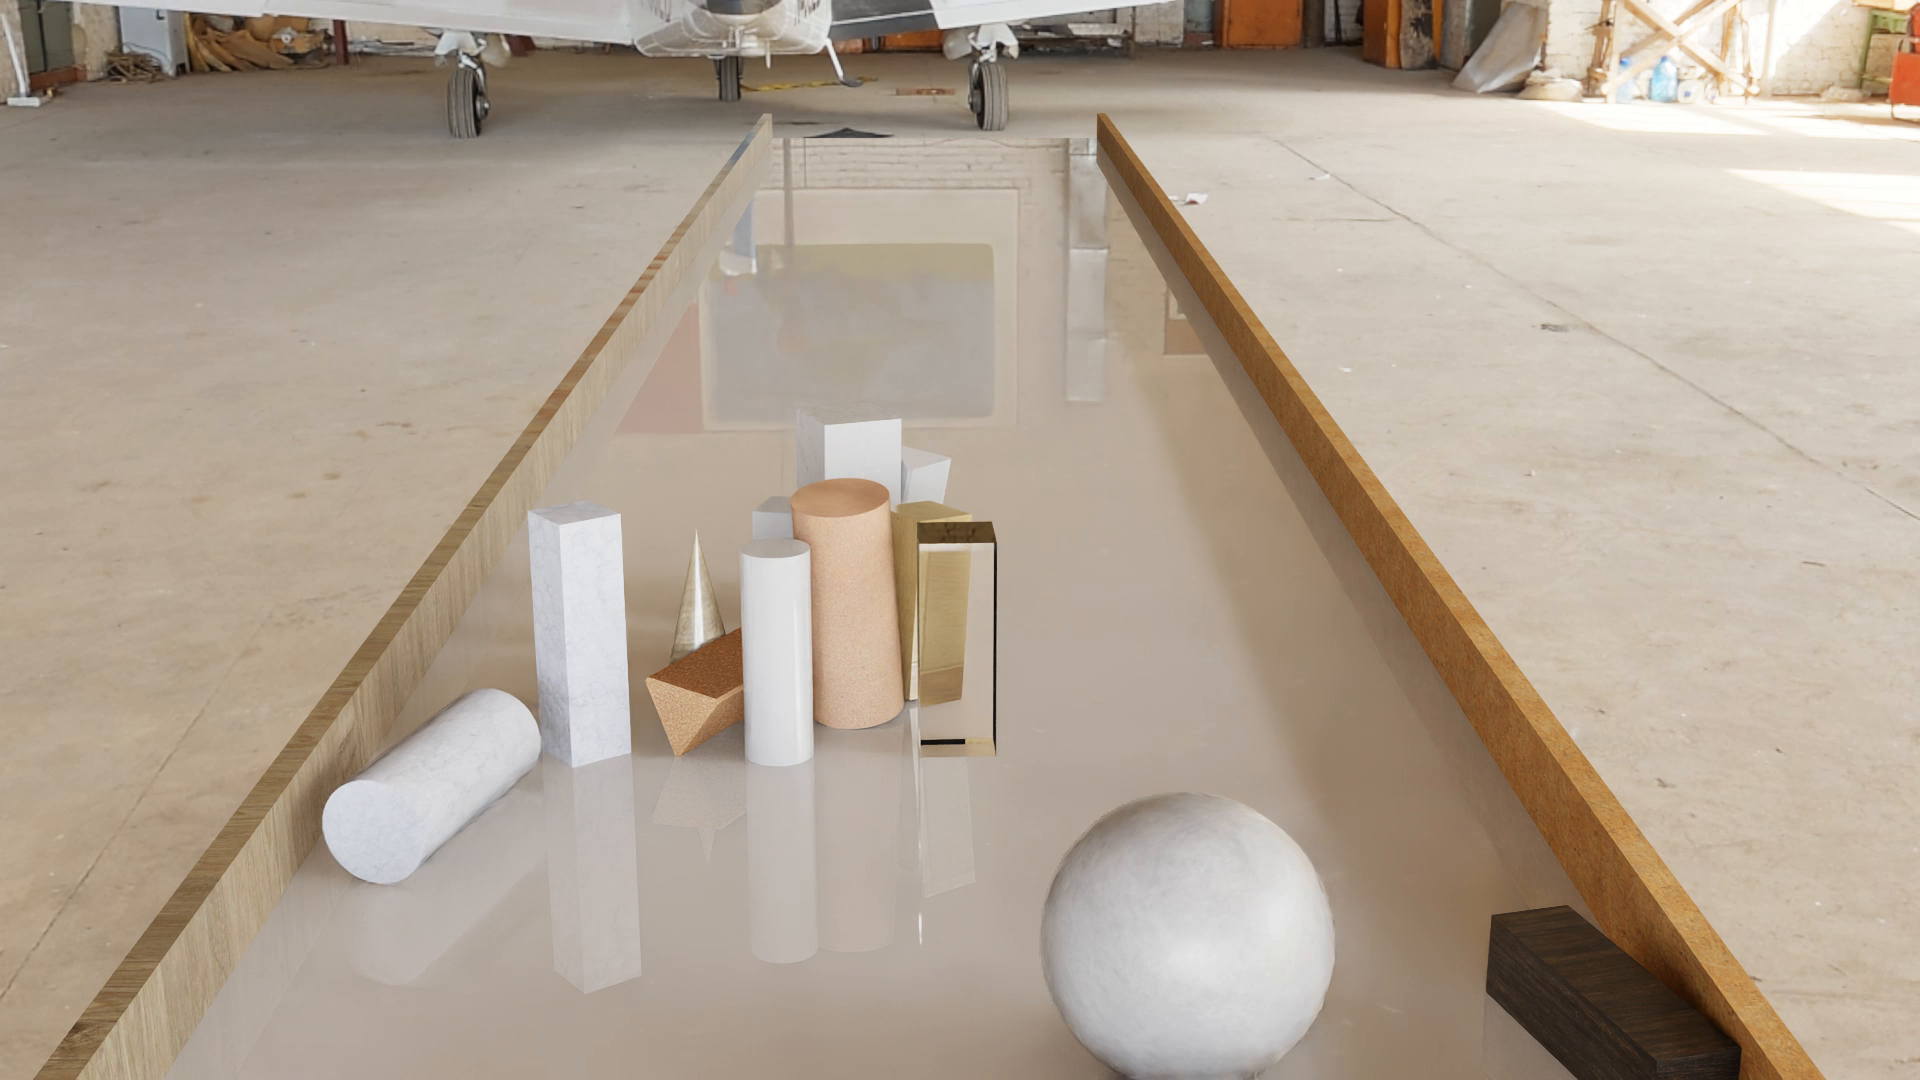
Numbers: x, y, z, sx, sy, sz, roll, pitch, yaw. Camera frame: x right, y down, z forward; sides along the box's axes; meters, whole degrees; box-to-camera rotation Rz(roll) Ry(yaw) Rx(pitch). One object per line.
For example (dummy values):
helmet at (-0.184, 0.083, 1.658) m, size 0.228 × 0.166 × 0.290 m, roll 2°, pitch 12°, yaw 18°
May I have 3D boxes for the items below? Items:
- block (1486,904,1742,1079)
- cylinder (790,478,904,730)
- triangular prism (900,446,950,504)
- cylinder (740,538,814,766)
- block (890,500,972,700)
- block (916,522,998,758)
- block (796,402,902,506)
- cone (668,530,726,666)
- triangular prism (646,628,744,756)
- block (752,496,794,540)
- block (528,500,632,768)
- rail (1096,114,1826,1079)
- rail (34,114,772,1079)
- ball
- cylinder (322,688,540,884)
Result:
block at (0.851, 0.630, 2.900) m, size 0.119 × 0.119 × 0.411 m, roll -5°, pitch 17°, yaw -15°
cylinder at (-0.205, 0.117, 4.046) m, size 0.179 × 0.427 × 0.179 m, roll -3°, pitch 24°, yaw 1°
triangular prism at (-0.131, -0.035, 4.732) m, size 0.112 × 0.330 × 0.129 m, roll 28°, pitch 29°, yaw 33°
cylinder at (-0.323, 0.198, 3.886) m, size 0.123 × 0.384 × 0.123 m, roll 0°, pitch 17°, yaw 0°
block at (-0.077, 0.113, 4.215) m, size 0.125 × 0.350 × 0.125 m, roll -8°, pitch 18°, yaw -40°
block at (-0.007, 0.177, 3.934) m, size 0.135 × 0.397 × 0.135 m, roll -1°, pitch 17°, yaw -3°
block at (-0.235, -0.051, 4.621) m, size 0.168 × 0.440 × 0.168 m, roll -6°, pitch 18°, yaw -23°
cone at (-0.491, 0.142, 4.147) m, size 0.159 × 0.342 × 0.159 m, roll 0°, pitch 17°, yaw 0°
triangular prism at (-0.432, 0.246, 4.054) m, size 0.131 × 0.151 × 0.355 m, roll 43°, pitch 30°, yaw 10°
block at (-0.336, 0.083, 4.393) m, size 0.117 × 0.316 × 0.117 m, roll 4°, pitch 17°, yaw 13°
block at (-0.672, 0.165, 3.893) m, size 0.118 × 0.445 × 0.118 m, roll -12°, pitch 21°, yaw -36°
rail at (0.932, -0.844, 7.801) m, size 0.050 × 0.150 × 12.000 m, roll 0°, pitch 17°, yaw -1°
rail at (-1.118, -0.838, 7.780) m, size 0.050 × 0.150 × 12.000 m, roll 0°, pitch 17°, yaw -1°
ball at (0.292, 0.515, 2.832) m, size 0.377 × 0.377 × 0.377 m, roll 0°, pitch 17°, yaw 0°
cylinder at (-0.855, 0.395, 3.594) m, size 0.174 × 0.174 × 0.417 m, roll 4°, pitch 17°, yaw 14°
